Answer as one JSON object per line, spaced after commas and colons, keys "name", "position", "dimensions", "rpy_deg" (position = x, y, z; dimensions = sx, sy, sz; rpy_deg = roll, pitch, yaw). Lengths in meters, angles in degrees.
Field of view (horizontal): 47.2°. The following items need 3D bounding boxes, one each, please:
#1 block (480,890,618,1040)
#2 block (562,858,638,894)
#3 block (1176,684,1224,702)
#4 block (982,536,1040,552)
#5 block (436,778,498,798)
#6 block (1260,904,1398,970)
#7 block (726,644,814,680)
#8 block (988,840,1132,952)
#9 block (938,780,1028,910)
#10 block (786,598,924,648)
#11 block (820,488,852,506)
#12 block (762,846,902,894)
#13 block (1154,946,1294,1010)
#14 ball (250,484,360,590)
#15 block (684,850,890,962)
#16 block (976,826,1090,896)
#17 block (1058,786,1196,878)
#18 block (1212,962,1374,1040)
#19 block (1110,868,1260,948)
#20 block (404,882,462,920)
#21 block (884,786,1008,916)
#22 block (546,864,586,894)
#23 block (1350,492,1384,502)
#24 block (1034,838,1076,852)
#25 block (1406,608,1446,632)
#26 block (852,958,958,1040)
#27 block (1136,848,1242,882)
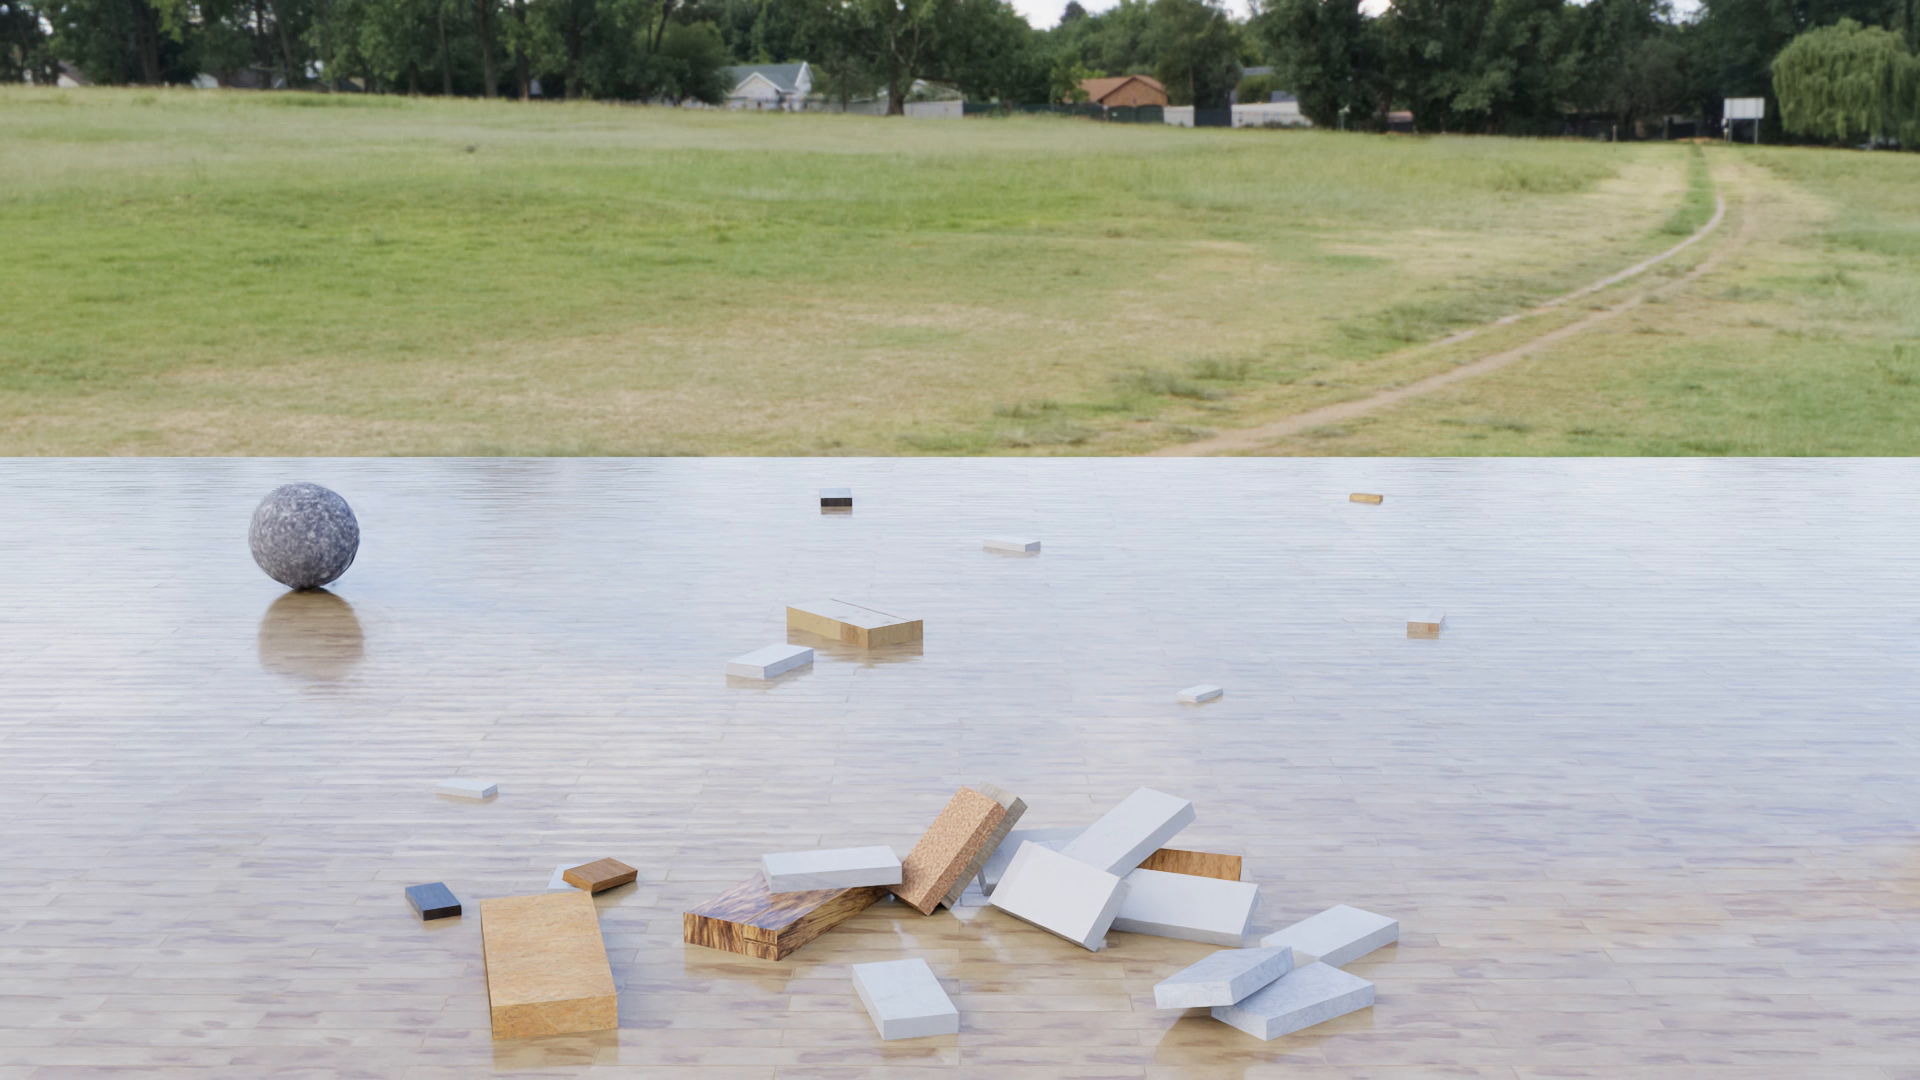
{"name": "block", "position": [-0.624, 0.632, 3.308], "dimensions": [0.174, 0.049, 0.449], "rpy_deg": [-3, 11, -14]}
{"name": "block", "position": [-0.604, 0.563, 3.695], "dimensions": [0.062, 0.018, 0.124], "rpy_deg": [19, 11, 26]}
{"name": "block", "position": [0.540, 0.345, 4.949], "dimensions": [0.052, 0.015, 0.104], "rpy_deg": [9, 14, 42]}
{"name": "block", "position": [0.158, 0.010, 6.729], "dimensions": [0.160, 0.023, 0.080], "rpy_deg": [8, 13, 37]}
{"name": "block", "position": [-0.950, 0.478, 4.233], "dimensions": [0.104, 0.015, 0.052], "rpy_deg": [4, 11, 21]}
{"name": "block", "position": [0.576, 0.621, 3.420], "dimensions": [0.108, 0.031, 0.217], "rpy_deg": [10, 14, 43]}
{"name": "block", "position": [-0.450, 0.287, 5.218], "dimensions": [0.107, 0.030, 0.213], "rpy_deg": [6, 12, 28]}
{"name": "block", "position": [0.157, 0.564, 3.502], "dimensions": [0.236, 0.118, 0.033], "rpy_deg": [13, -24, 51]}
{"name": "block", "position": [0.010, 0.505, 3.654], "dimensions": [0.215, 0.030, 0.108], "rpy_deg": [-51, 31, -14]}
{"name": "block", "position": [-0.270, 0.208, 5.590], "dimensions": [0.174, 0.049, 0.347], "rpy_deg": [-9, 14, -39]}
{"name": "block", "position": [-0.427, -0.148, 7.560], "dimensions": [0.107, 0.030, 0.213], "rpy_deg": [-1, 11, -4]}
{"name": "block", "position": [-0.210, 0.538, 3.597], "dimensions": [0.213, 0.030, 0.107], "rpy_deg": [-2, 11, -13]}
{"name": "block", "position": [0.386, 0.634, 3.194], "dimensions": [0.118, 0.033, 0.236], "rpy_deg": [-10, -2, 30]}
{"name": "ball", "position": [-1.817, -0.010, 6.099], "dimensions": [0.293, 0.293, 0.293], "rpy_deg": [0, 11, 0]}
{"name": "block", "position": [-0.274, 0.586, 3.555], "dimensions": [0.174, 0.049, 0.347], "rpy_deg": [6, 12, 28]}
{"name": "block", "position": [0.134, 0.538, 3.694], "dimensions": [0.221, 0.031, 0.110], "rpy_deg": [-1, 42, -17]}
{"name": "block", "position": [0.262, 0.495, 3.609], "dimensions": [0.240, 0.033, 0.118], "rpy_deg": [-34, 27, -30]}
{"name": "block", "position": [0.482, 0.665, 3.180], "dimensions": [0.221, 0.031, 0.110], "rpy_deg": [-8, 13, -36]}
{"name": "block", "position": [0.356, 0.583, 3.494], "dimensions": [0.217, 0.031, 0.108], "rpy_deg": [4, 39, 22]}
{"name": "block", "position": [-0.865, 0.592, 3.608], "dimensions": [0.062, 0.018, 0.124], "rpy_deg": [-5, 12, -27]}
{"name": "block", "position": [-0.024, 0.510, 3.627], "dimensions": [0.215, 0.030, 0.108], "rpy_deg": [-51, 31, -14]}
{"name": "block", "position": [-0.654, 0.574, 3.705], "dimensions": [0.062, 0.018, 0.124], "rpy_deg": [0, 11, -1]}
{"name": "block", "position": [1.406, -0.150, 7.611], "dimensions": [0.104, 0.015, 0.052], "rpy_deg": [5, 12, 25]}
{"name": "block", "position": [0.221, 0.547, 3.657], "dimensions": [0.220, 0.031, 0.110], "rpy_deg": [-4, 46, -19]}
{"name": "block", "position": [1.204, 0.207, 5.671], "dimensions": [0.080, 0.023, 0.160], "rpy_deg": [3, 11, 18]}
{"name": "block", "position": [-0.081, 0.664, 3.188], "dimensions": [0.108, 0.030, 0.215], "rpy_deg": [-3, 11, -14]}
{"name": "block", "position": [0.347, 0.557, 3.596], "dimensions": [0.217, 0.031, 0.108], "rpy_deg": [4, 42, 10]}
